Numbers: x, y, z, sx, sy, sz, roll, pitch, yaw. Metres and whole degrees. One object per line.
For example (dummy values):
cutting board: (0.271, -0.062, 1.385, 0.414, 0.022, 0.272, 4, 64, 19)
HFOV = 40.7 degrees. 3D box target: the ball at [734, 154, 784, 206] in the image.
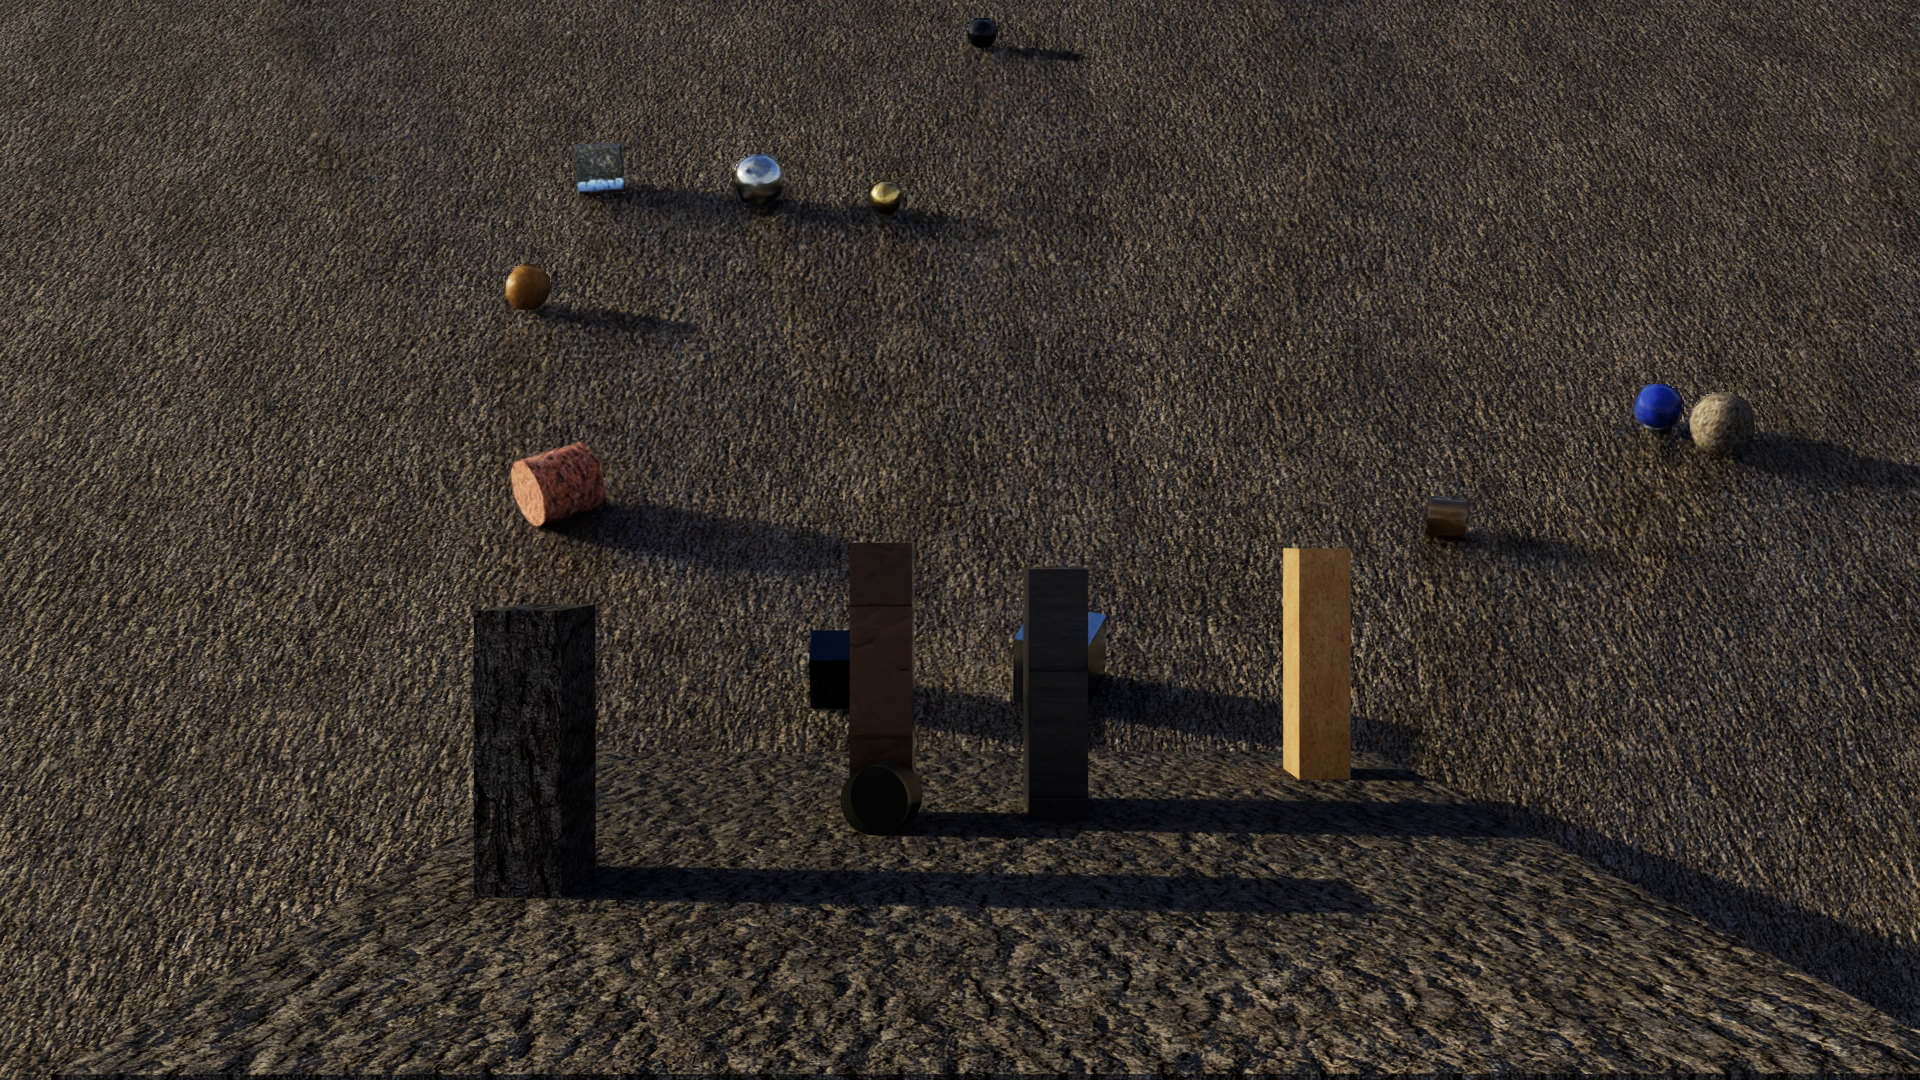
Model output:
ball: (-0.778, -1.392, 10.009, 0.194, 0.194, 0.194, 0, 30, 0)

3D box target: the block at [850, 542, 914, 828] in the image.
block: (-0.150, 0.275, 5.053, 0.119, 0.540, 0.278, 0, 0, 0)

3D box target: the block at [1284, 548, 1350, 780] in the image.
block: (0.829, 0.282, 6.020, 0.117, 0.524, 0.286, 0, 0, 0)

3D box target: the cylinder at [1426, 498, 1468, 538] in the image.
cylinder: (1.465, -0.067, 7.777, 0.114, 0.114, 0.114, 6, 30, 11)

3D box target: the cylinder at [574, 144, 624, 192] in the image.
cylinder: (-1.415, -1.459, 10.140, 0.180, 0.180, 0.180, -5, 30, -13)

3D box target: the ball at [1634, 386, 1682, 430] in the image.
ball: (2.258, -0.428, 8.375, 0.147, 0.147, 0.147, 0, 30, 0)

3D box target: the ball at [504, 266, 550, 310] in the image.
ball: (-1.536, -0.893, 9.176, 0.156, 0.156, 0.156, 0, 30, 0)

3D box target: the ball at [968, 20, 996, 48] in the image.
ball: (0.098, -2.270, 11.607, 0.128, 0.128, 0.128, 0, 30, 0)

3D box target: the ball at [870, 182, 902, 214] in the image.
ball: (-0.285, -1.316, 9.948, 0.124, 0.124, 0.124, 0, 30, 0)

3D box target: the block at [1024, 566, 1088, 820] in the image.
block: (0.191, 0.301, 5.247, 0.115, 0.488, 0.436, 0, 0, 0)

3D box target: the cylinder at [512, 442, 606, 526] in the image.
cylinder: (-1.220, -0.169, 7.862, 0.207, 0.207, 0.207, -20, 35, -31)

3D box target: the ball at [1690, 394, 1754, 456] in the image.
ball: (2.419, -0.368, 8.220, 0.195, 0.195, 0.195, 0, 30, 0)

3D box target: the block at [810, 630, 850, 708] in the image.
block: (-0.326, 0.350, 7.010, 0.153, 0.153, 0.153, 0, 30, 0)

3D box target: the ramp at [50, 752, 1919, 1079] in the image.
ramp: (0.067, 0.596, 4.652, 2.000, 0.100, 4.000, 0, 0, 0)

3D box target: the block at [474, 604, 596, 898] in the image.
block: (-0.677, 0.327, 4.146, 0.134, 0.439, 0.374, 0, 0, 0)

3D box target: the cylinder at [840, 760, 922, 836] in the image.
cylinder: (-0.146, 0.482, 4.839, 0.128, 0.128, 0.128, 7, 1, 11)

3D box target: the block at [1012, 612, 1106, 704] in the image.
block: (0.271, 0.320, 7.016, 0.200, 0.200, 0.200, 10, 31, 17)
